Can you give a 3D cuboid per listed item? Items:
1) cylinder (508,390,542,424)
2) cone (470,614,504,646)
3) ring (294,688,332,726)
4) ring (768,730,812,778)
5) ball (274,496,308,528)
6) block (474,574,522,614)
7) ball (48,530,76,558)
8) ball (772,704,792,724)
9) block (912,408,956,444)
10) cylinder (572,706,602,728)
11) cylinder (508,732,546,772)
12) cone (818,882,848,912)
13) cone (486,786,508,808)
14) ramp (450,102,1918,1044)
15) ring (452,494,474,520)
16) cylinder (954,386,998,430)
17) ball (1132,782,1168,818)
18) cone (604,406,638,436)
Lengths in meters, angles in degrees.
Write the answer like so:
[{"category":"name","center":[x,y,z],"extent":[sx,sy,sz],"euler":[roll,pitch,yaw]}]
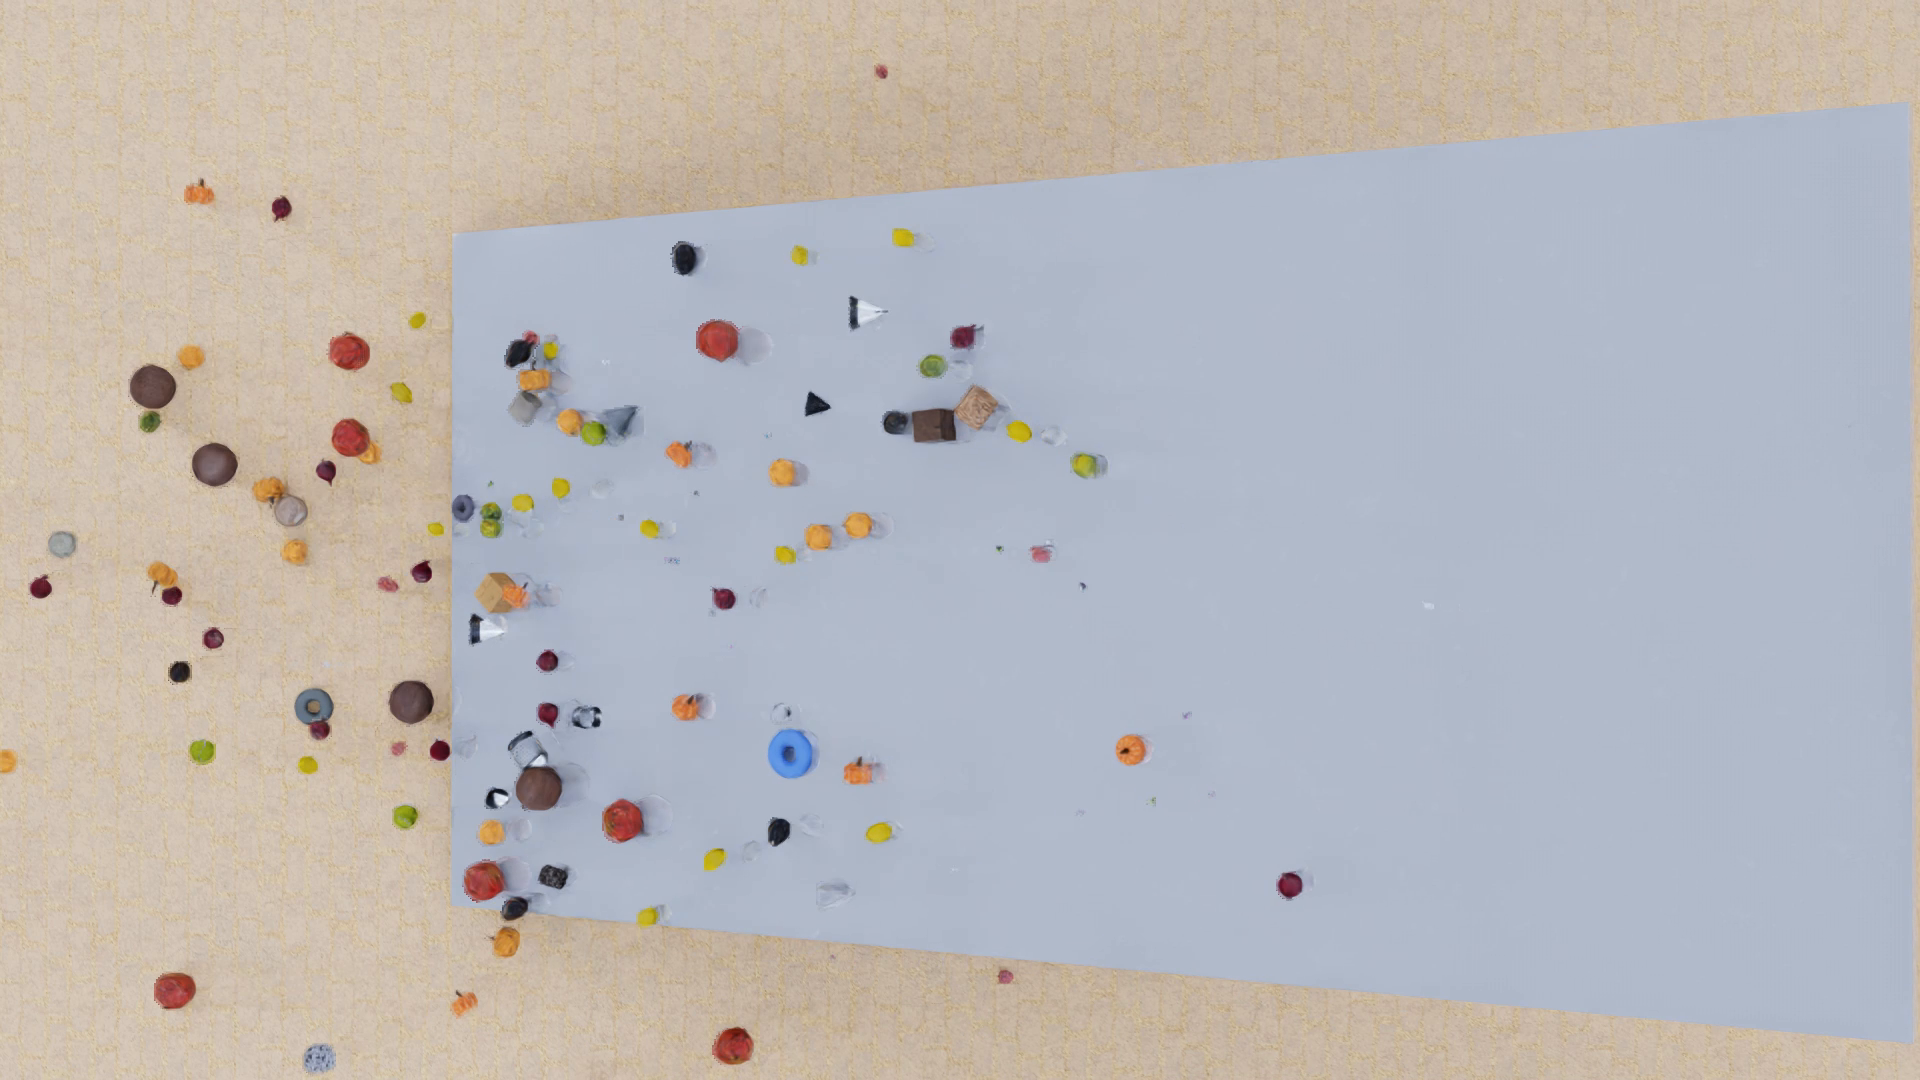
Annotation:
[{"category":"cylinder","center":[-1.261,-0.384,6.377],"extent":[0.069,0.069,0.069],"euler":[38,108,0]},{"category":"cone","center":[-1.380,0.265,6.449],"extent":[0.095,0.095,0.095],"euler":[4,89,1]},{"category":"ring","center":[-1.943,0.502,6.611],"extent":[0.115,0.038,0.115],"euler":[0,91,0]},{"category":"ring","center":[-0.459,0.580,5.956],"extent":[0.134,0.045,0.134],"euler":[0,90,27]},{"category":"ball","center":[-2.004,-0.086,6.587],"extent":[0.096,0.096,0.096],"euler":[0,89,0]},{"category":"block","center":[-1.347,0.155,6.410],"extent":[0.082,0.082,0.082],"euler":[44,109,21]},{"category":"ball","center":[-2.692,0.013,6.595],"extent":[0.081,0.081,0.081],"euler":[0,89,0]},{"category":"ball","center":[-0.484,0.470,5.965],"extent":[0.053,0.053,0.053],"euler":[0,89,0]},{"category":"block","center":[-0.068,-0.297,5.736],"extent":[0.080,0.080,0.080],"euler":[-5,87,28]},{"category":"cylinder","center":[-1.063,0.506,6.269],"extent":[0.060,0.060,0.060],"euler":[-1,89,28]},{"category":"cylinder","center":[-1.248,0.612,6.352],"extent":[0.085,0.085,0.085],"euler":[-30,61,0]},{"category":"cone","center":[-0.331,0.950,5.875],"extent":[0.078,0.078,0.078],"euler":[-8,89,13]},{"category":"cone","center":[-1.367,0.740,6.444],"extent":[0.067,0.067,0.067],"euler":[-15,122,-25]},{"category":"ramp","center":[0.276,0.077,5.651],"extent":[4.000,0.100,2.000],"euler":[0,89,28]},{"category":"ring","center":[-1.470,-0.096,6.511],"extent":[0.078,0.026,0.078],"euler":[0,89,27]},{"category":"cylinder","center":[0.042,-0.341,5.676],"extent":[0.082,0.082,0.082],"euler":[39,107,0]},{"category":"ball","center":[0.473,0.646,5.469],"extent":[0.088,0.088,0.088],"euler":[0,89,0]},{"category":"cone","center":[-0.944,-0.354,6.215],"extent":[0.087,0.087,0.087],"euler":[-36,90,4]}]
